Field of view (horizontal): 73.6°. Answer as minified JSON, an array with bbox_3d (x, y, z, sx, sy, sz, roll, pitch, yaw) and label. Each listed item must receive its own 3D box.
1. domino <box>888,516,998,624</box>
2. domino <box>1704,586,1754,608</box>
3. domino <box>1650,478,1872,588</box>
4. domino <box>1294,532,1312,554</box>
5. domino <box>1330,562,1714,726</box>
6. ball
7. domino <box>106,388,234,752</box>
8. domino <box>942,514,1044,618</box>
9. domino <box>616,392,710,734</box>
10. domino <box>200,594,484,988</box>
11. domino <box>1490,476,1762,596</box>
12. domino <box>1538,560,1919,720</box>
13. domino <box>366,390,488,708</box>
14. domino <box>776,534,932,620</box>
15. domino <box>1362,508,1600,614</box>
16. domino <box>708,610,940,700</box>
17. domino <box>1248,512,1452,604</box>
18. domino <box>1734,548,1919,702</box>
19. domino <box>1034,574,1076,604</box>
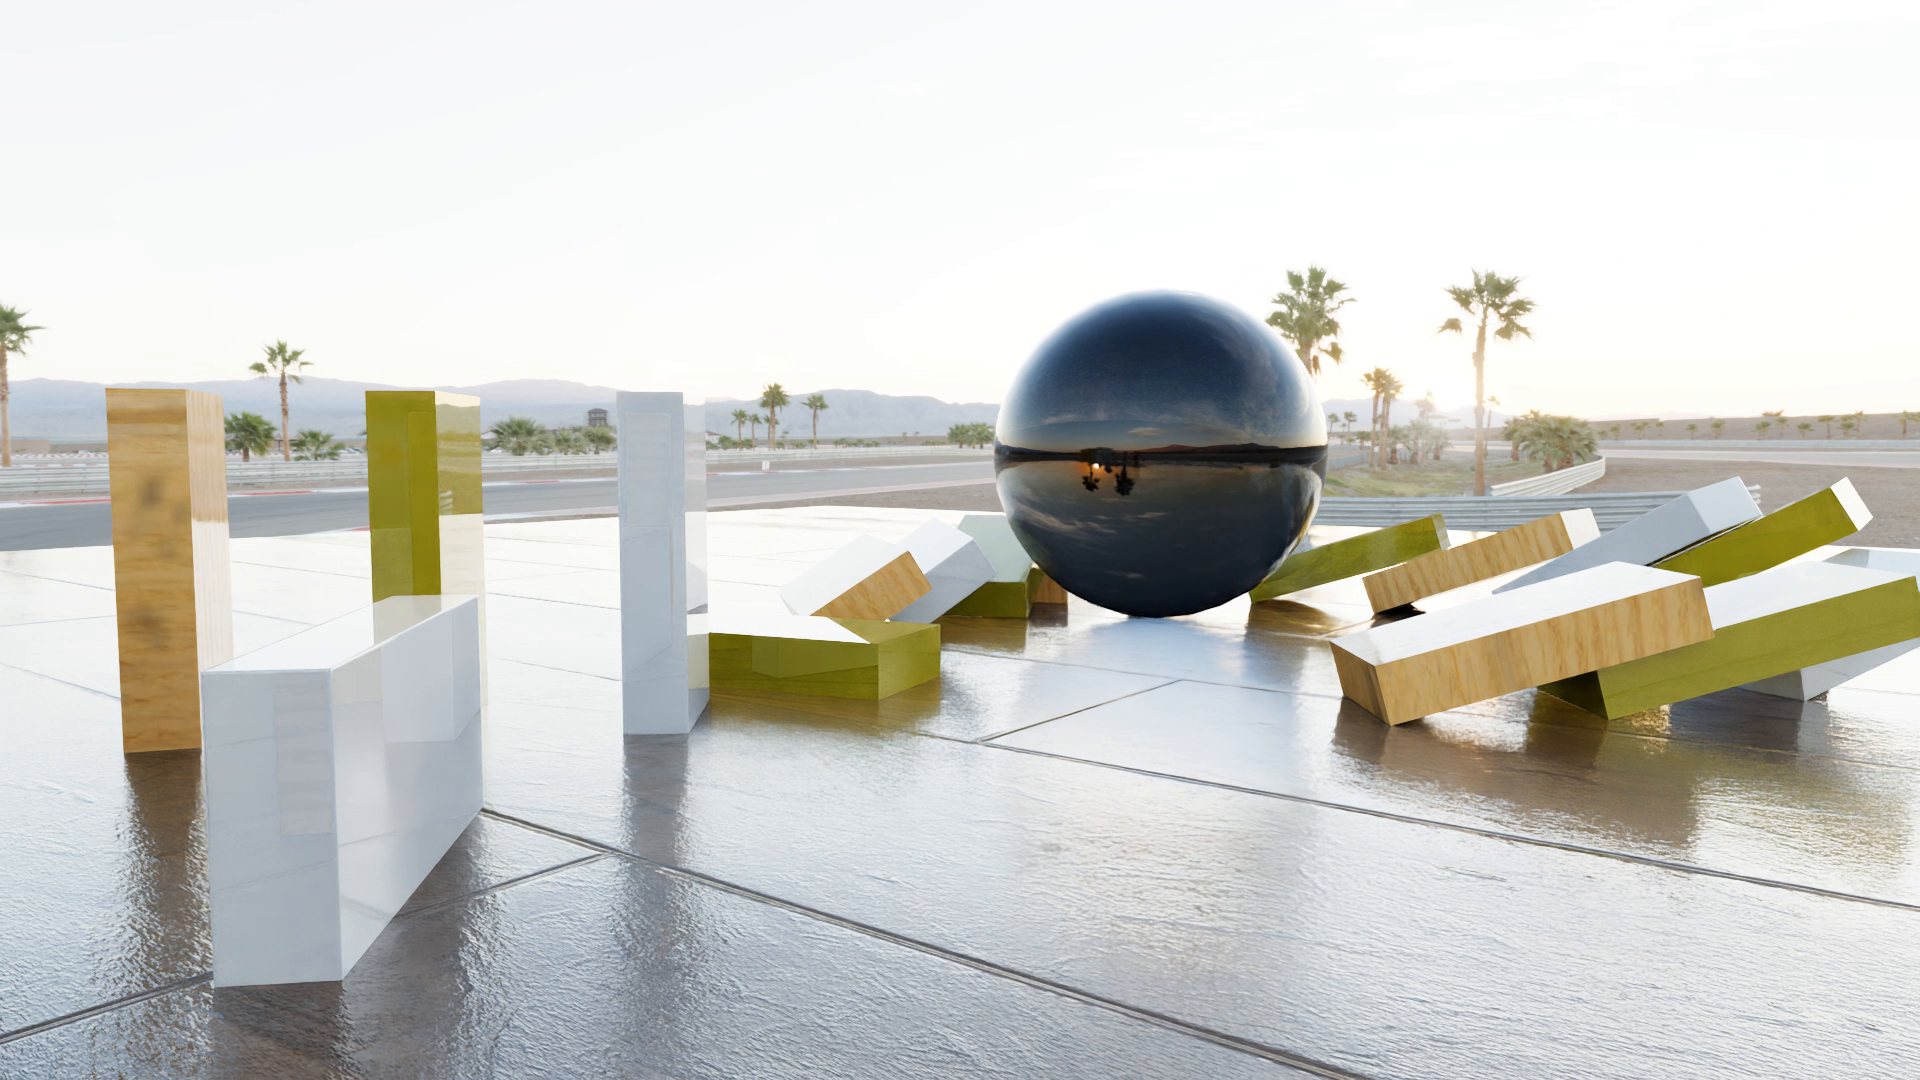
[{"bbox_3d":[-0.009,0.008,0.300,0.025,0.009,0.050,-36,12,-5],"label":"domino"},{"bbox_3d":[0.171,0.017,0.273,0.025,0.009,0.050,3,5,35],"label":"domino"},{"bbox_3d":[0.161,0.004,0.269,0.025,0.010,0.050,-10,-20,-49],"label":"domino"},{"bbox_3d":[0.071,0.004,0.358,0.050,0.009,0.025,-17,2,9],"label":"domino"},{"bbox_3d":[0.088,0.016,0.205,0.050,0.010,0.025,-16,4,2],"label":"domino"},{"bbox_3d":[0.048,-0.021,0.312,0.080,0.080,0.080,0,4,0],"label":"ball"},{"bbox_3d":[-0.115,0.003,0.188,0.009,0.050,0.025,-2,5,-20],"label":"domino"},{"bbox_3d":[0.009,0.006,0.336,0.025,0.009,0.050,1,20,12],"label":"domino"},{"bbox_3d":[-0.045,0.003,0.199,0.010,0.050,0.025,0,4,-4],"label":"domino"},{"bbox_3d":[-0.057,0.021,0.125,0.009,0.025,0.050,-1,4,-8],"label":"domino"},{"bbox_3d":[0.148,0.003,0.287,0.025,0.009,0.050,-12,-19,-37],"label":"domino"},{"bbox_3d":[0.123,0.016,0.209,0.050,0.010,0.025,-15,4,2],"label":"domino"},{"bbox_3d":[-0.081,0.003,0.196,0.010,0.050,0.025,-1,4,-7],"label":"domino"},{"bbox_3d":[-0.024,0.011,0.280,0.025,0.009,0.050,-34,11,-10],"label":"domino"},{"bbox_3d":[0.128,0.005,0.317,0.050,0.009,0.025,-24,-12,39],"label":"domino"},{"bbox_3d":[-0.032,0.020,0.234,0.050,0.010,0.025,2,5,23],"label":"domino"},{"bbox_3d":[0.103,0.005,0.343,0.050,0.009,0.025,-18,-4,26],"label":"domino"},{"bbox_3d":[0.157,0.014,0.231,0.050,0.009,0.025,-18,10,-19],"label":"domino"},{"bbox_3d":[0.025,0.010,0.370,0.025,0.010,0.050,1,5,19],"label":"domino"}]
